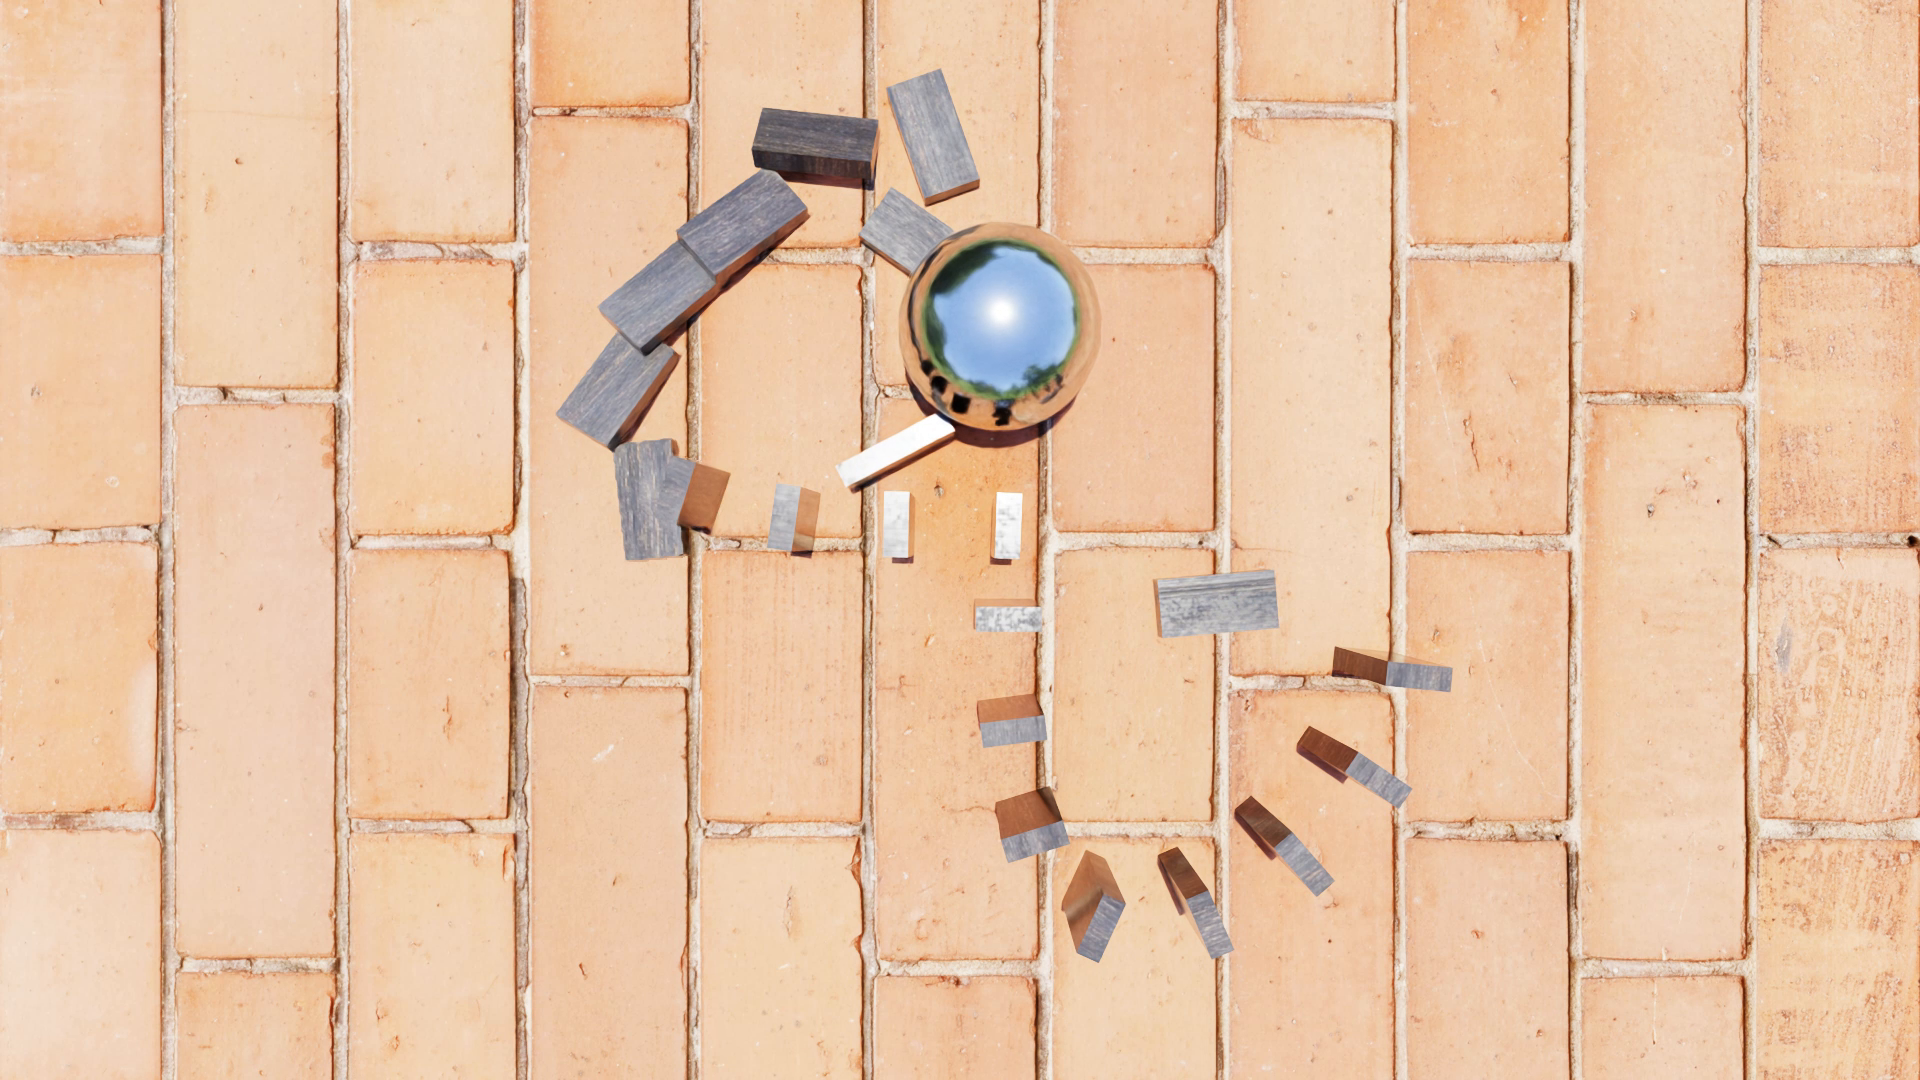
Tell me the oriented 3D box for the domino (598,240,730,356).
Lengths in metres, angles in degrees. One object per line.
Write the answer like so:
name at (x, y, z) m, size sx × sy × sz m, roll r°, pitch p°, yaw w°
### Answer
domino at (-0.125, -0.105, 0.390) m, size 0.025 × 0.009 × 0.050 m, roll 44°, pitch 77°, yaw 0°

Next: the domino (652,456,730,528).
domino at (-0.109, -0.019, 0.375) m, size 0.009 × 0.050 × 0.025 m, roll 18°, pitch 90°, yaw 1°

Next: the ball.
ball at (0.016, -0.083, 0.360) m, size 0.080 × 0.080 × 0.080 m, roll 0°, pitch 90°, yaw 0°

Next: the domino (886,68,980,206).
domino at (-0.012, -0.173, 0.395) m, size 0.025 × 0.010 × 0.050 m, roll -19°, pitch 90°, yaw 0°

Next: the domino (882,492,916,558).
domino at (-0.024, -0.006, 0.375) m, size 0.010 × 0.050 × 0.025 m, roll 1°, pitch 90°, yaw 0°

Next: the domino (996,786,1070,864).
domino at (0.029, 0.115, 0.375) m, size 0.025 × 0.050 × 0.010 m, roll -17°, pitch 90°, yaw 0°

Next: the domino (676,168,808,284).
domino at (-0.092, -0.134, 0.390) m, size 0.050 × 0.009 × 0.025 m, roll -41°, pitch 90°, yaw -13°

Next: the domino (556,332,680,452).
domino at (-0.145, -0.066, 0.390) m, size 0.025 × 0.009 × 0.050 m, roll 31°, pitch 78°, yaw 0°

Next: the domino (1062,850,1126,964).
domino at (0.054, 0.148, 0.375) m, size 0.009 × 0.050 × 0.025 m, roll 25°, pitch 90°, yaw 0°

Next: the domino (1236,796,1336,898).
domino at (0.132, 0.124, 0.375) m, size 0.009 × 0.050 × 0.025 m, roll -41°, pitch 90°, yaw 0°

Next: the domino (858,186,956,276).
domino at (-0.016, -0.126, 0.395) m, size 0.050 × 0.010 × 0.025 m, roll 35°, pitch 90°, yaw 0°

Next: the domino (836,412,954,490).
domino at (-0.027, -0.038, 0.388) m, size 0.050 × 0.025 × 0.010 m, roll -28°, pitch 90°, yaw 0°

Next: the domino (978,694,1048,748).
domino at (0.021, 0.073, 0.375) m, size 0.025 × 0.050 × 0.009 m, roll -7°, pitch 90°, yaw 0°

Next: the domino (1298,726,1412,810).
domino at (0.160, 0.092, 0.375) m, size 0.025 × 0.050 × 0.010 m, roll 34°, pitch 90°, yaw 0°

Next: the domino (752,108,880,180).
domino at (-0.061, -0.169, 0.390) m, size 0.050 × 0.009 × 0.025 m, roll 6°, pitch 65°, yaw 0°

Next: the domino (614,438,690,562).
domino at (-0.133, -0.017, 0.395) m, size 0.025 × 0.010 × 0.050 m, roll -6°, pitch 90°, yaw 0°

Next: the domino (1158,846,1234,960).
domino at (0.096, 0.147, 0.375) m, size 0.010 × 0.050 × 0.025 m, roll -23°, pitch 90°, yaw 0°

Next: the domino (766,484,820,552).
domino at (-0.067, -0.009, 0.375) m, size 0.009 × 0.050 × 0.025 m, roll 8°, pitch 90°, yaw 0°

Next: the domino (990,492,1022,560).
domino at (0.019, -0.005, 0.375) m, size 0.009 × 0.050 × 0.025 m, roll 2°, pitch 90°, yaw 0°

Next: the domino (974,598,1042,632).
domino at (0.019, 0.030, 0.375) m, size 0.025 × 0.050 × 0.009 m, roll 0°, pitch 90°, yaw 0°

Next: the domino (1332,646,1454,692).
domino at (0.176, 0.052, 0.375) m, size 0.025 × 0.050 × 0.009 m, roll 6°, pitch 90°, yaw 0°

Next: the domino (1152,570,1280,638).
domino at (0.110, 0.027, 0.395) m, size 0.050 × 0.010 × 0.025 m, roll -5°, pitch 90°, yaw 0°
